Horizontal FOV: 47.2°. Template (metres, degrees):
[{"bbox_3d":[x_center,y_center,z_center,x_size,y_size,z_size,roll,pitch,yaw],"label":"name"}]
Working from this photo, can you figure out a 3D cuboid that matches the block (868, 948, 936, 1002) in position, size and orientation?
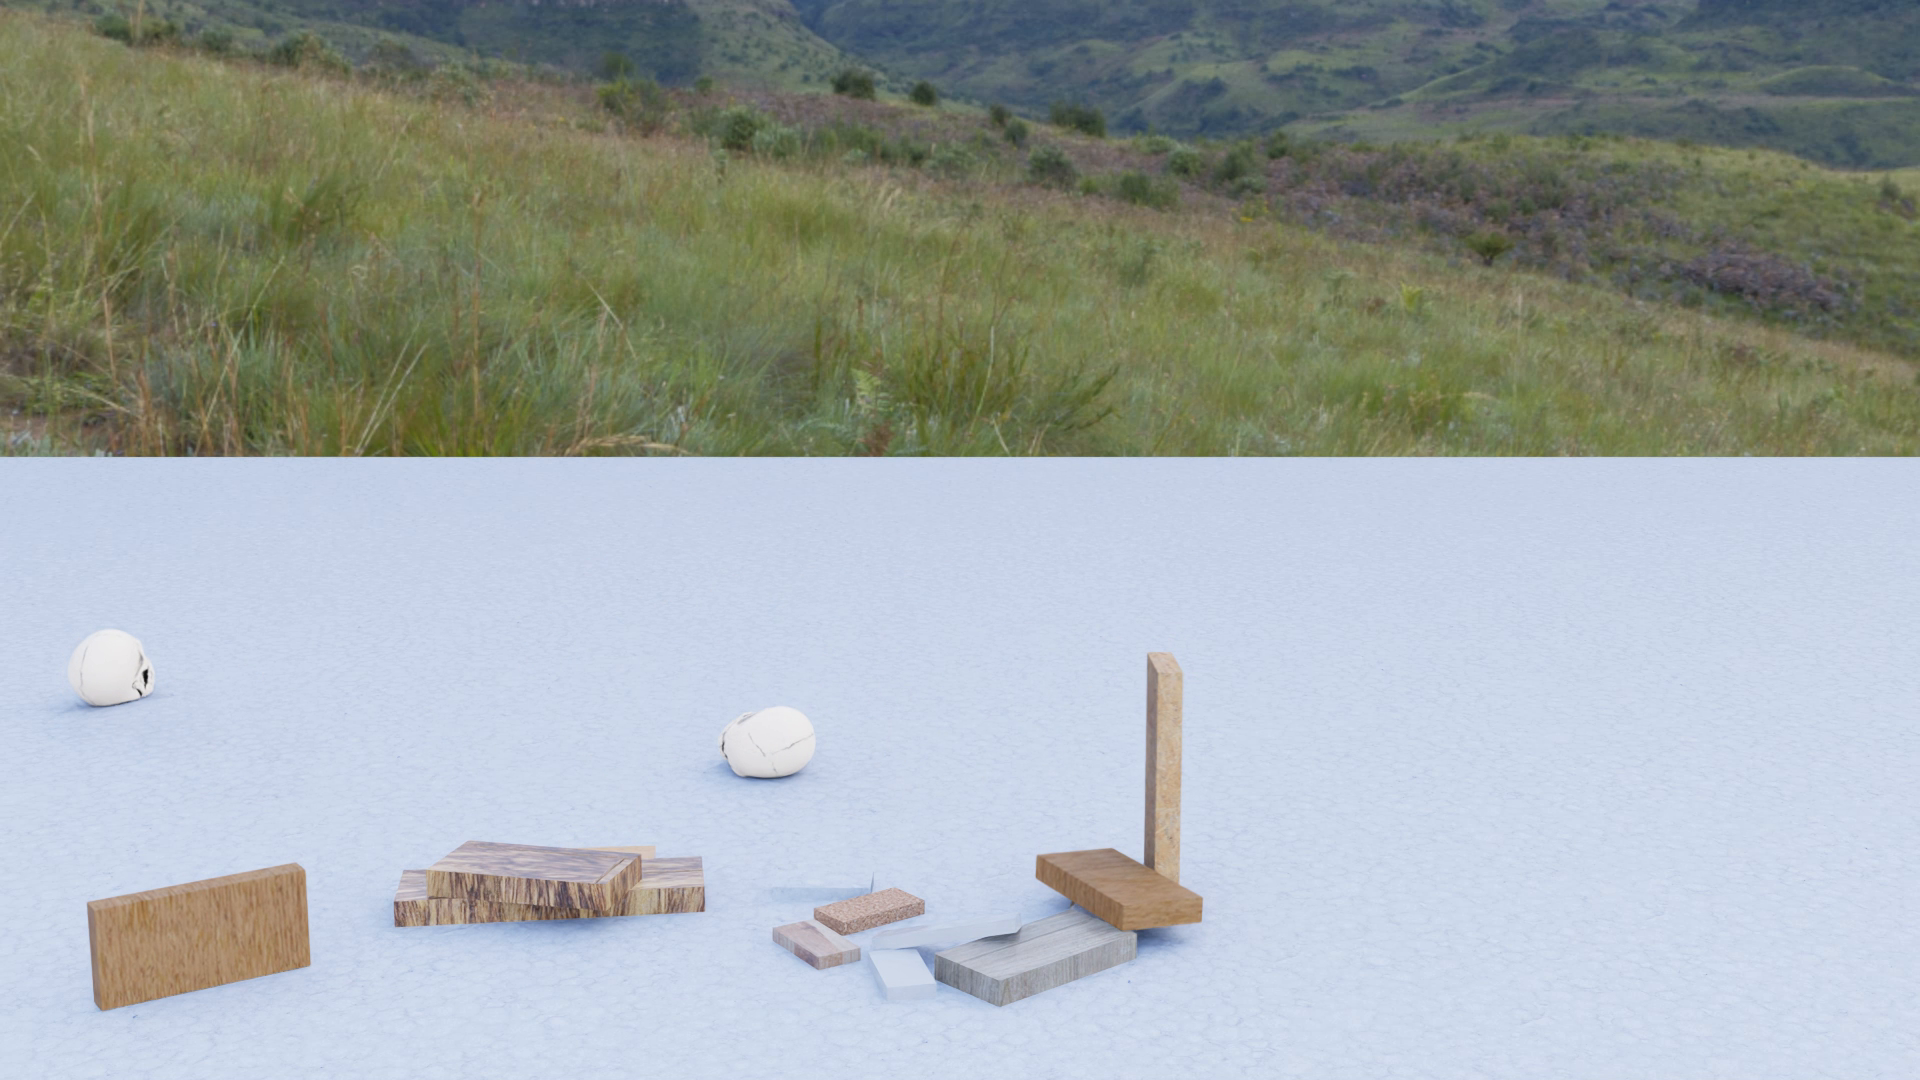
[{"bbox_3d":[-0.088,0.649,3.292,0.074,0.021,0.148,-2,11,-13],"label":"block"}]

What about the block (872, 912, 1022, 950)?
[{"bbox_3d":[-0.019,0.603,3.387,0.224,0.021,0.074,-9,-3,8],"label":"block"}]

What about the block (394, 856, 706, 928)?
[{"bbox_3d":[-0.670,0.577,3.619,0.493,0.043,0.153,-2,11,-8],"label":"block"}]

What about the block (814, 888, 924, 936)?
[{"bbox_3d":[-0.146,0.600,3.553,0.163,0.023,0.081,-8,13,-38],"label":"block"}]

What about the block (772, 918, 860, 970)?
[{"bbox_3d":[-0.223,0.627,3.413,0.074,0.021,0.148,-7,12,-32],"label":"block"}]

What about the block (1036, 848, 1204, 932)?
[{"bbox_3d":[0.252,0.559,3.536,0.144,0.041,0.287,-1,9,-26],"label":"block"}]

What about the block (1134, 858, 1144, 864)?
[{"bbox_3d":[0.290,0.567,3.757,0.049,0.014,0.097,2,11,11],"label":"block"}]

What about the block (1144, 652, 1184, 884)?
[{"bbox_3d":[0.335,0.395,3.636,0.041,0.396,0.144,0,11,-2],"label":"block"}]

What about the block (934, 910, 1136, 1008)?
[{"bbox_3d":[0.117,0.631,3.335,0.287,0.041,0.144,-9,14,-41],"label":"block"}]

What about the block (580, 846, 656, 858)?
[{"bbox_3d":[-0.609,0.554,3.799,0.163,0.023,0.081,-1,11,-6],"label":"block"}]

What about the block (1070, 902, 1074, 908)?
[{"bbox_3d":[0.231,0.592,3.584,0.095,0.014,0.048,3,28,15],"label":"block"}]

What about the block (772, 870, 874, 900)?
[{"bbox_3d":[-0.228,0.577,3.673,0.163,0.023,0.081,0,11,2],"label":"block"}]

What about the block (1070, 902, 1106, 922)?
[{"bbox_3d":[0.225,0.601,3.531,0.095,0.014,0.048,7,29,29],"label":"block"}]

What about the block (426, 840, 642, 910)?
[{"bbox_3d":[-0.689,0.543,3.567,0.307,0.043,0.153,2,11,13],"label":"block"}]

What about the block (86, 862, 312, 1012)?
[{"bbox_3d":[-1.127,0.587,3.267,0.307,0.153,0.043,-7,13,-34],"label":"block"}]
